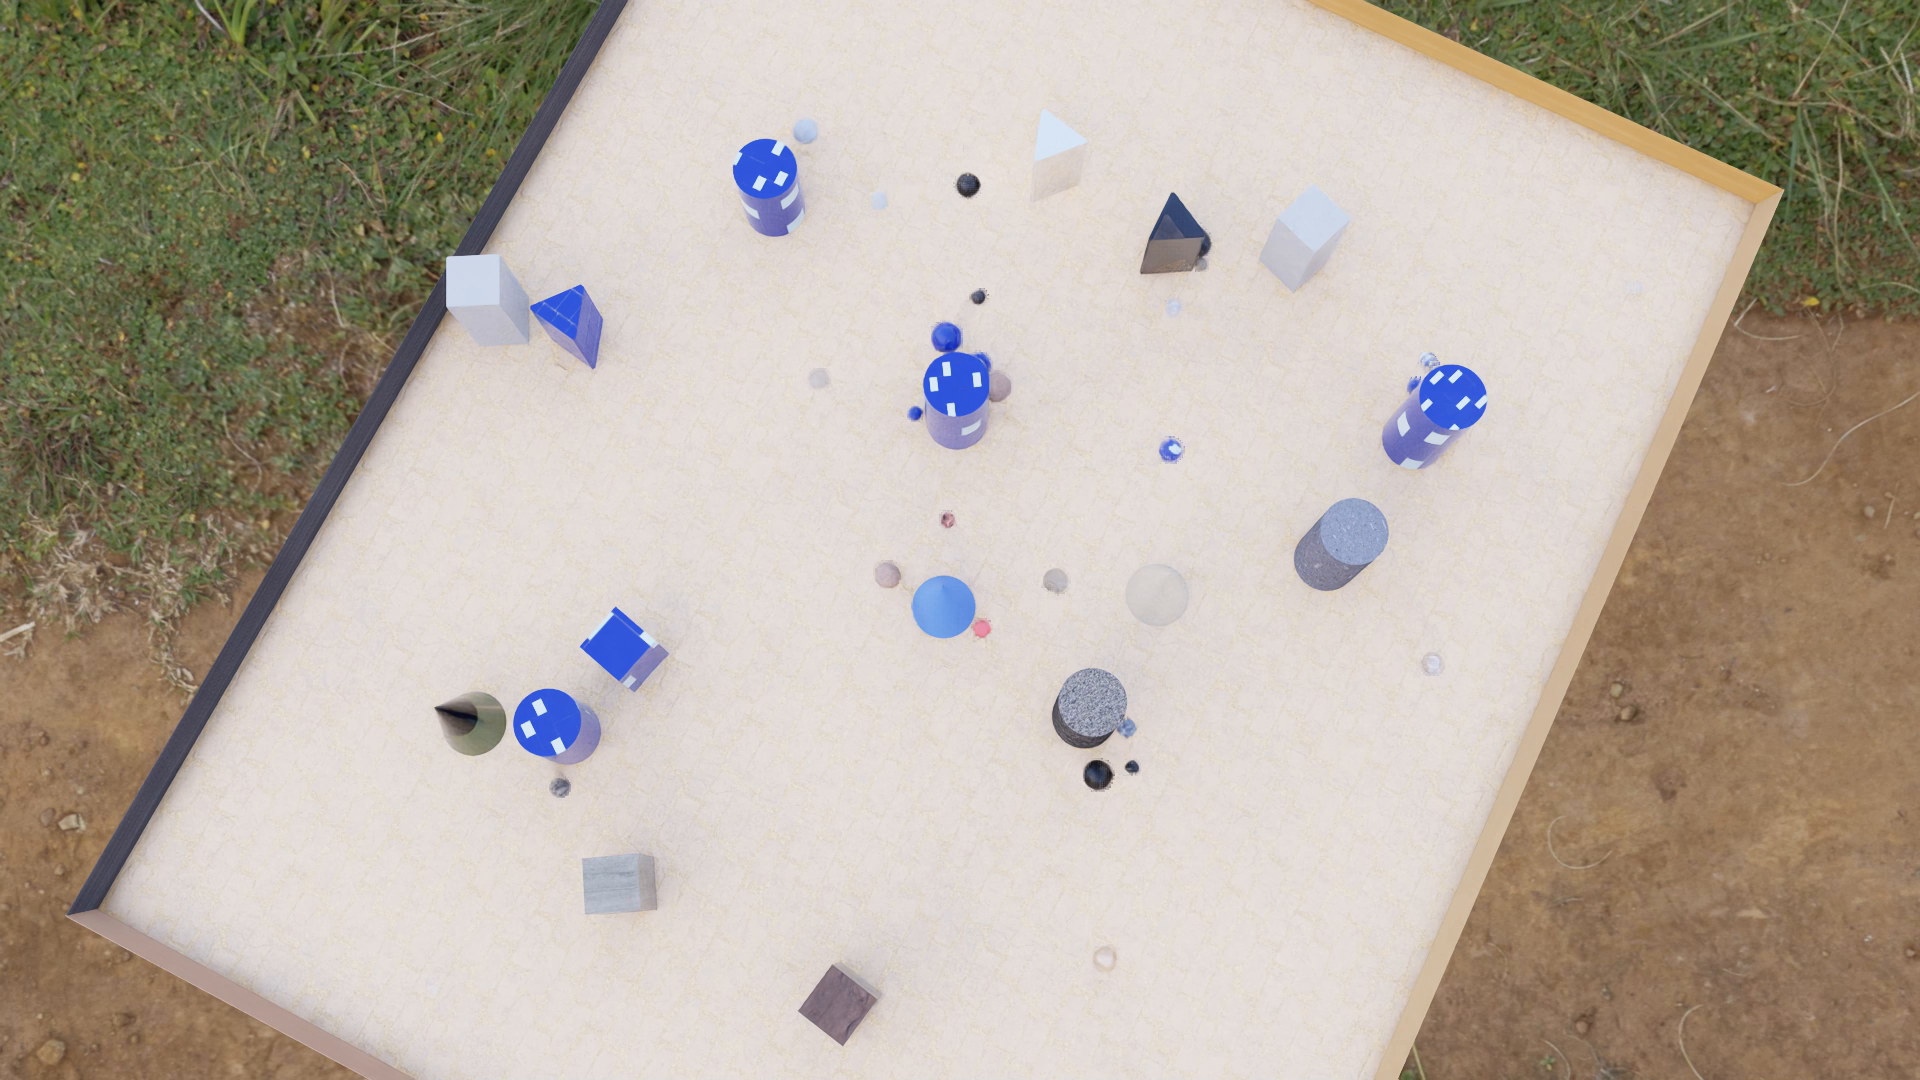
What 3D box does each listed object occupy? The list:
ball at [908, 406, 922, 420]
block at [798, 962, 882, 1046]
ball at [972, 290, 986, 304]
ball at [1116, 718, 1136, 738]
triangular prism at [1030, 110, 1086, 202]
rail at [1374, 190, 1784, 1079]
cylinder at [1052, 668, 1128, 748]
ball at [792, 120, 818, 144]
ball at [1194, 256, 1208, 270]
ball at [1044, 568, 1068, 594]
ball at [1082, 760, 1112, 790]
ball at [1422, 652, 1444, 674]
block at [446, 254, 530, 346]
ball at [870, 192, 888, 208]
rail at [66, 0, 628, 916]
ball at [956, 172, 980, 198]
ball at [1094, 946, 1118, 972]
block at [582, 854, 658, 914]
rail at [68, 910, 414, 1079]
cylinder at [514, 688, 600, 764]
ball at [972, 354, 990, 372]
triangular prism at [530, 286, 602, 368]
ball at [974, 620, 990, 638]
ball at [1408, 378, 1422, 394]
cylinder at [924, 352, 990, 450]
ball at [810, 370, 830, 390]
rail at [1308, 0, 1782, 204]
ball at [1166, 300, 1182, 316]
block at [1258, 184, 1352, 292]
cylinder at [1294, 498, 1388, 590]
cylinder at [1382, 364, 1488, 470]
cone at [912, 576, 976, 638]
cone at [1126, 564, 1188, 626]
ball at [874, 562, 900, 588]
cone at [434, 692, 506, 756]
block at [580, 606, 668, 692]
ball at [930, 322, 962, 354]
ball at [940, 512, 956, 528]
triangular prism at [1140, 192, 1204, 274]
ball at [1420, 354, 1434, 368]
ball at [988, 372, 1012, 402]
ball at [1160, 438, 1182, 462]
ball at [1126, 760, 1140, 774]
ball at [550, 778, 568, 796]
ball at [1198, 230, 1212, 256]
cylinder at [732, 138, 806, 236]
[{"bbox_3d":[-0.138,-0.394,5.676,0.043,0.043,0.043,0,78,0],"label":"ball"},{"bbox_3d":[-0.334,1.303,5.165,0.155,0.356,0.155,36,81,7],"label":"block"},{"bbox_3d":[0.059,-0.761,5.750,0.047,0.047,0.047,0,78,0],"label":"ball"},{"bbox_3d":[0.497,0.561,5.471,0.058,0.058,0.058,0,78,0],"label":"ball"},{"bbox_3d":[0.278,-1.207,5.700,0.168,0.326,0.146,-21,79,-4],"label":"triangular prism"},{"bbox_3d":[1.592,0.786,5.388,0.045,0.126,4.284,26,80,5],"label":"rail"},{"bbox_3d":[0.373,0.493,5.326,0.194,0.369,0.194,0,78,0],"label":"cylinder"},{"bbox_3d":[-0.495,-1.302,5.846,0.079,0.079,0.079,0,78,0],"label":"ball"},{"bbox_3d":[0.758,-0.871,5.775,0.042,0.042,0.042,0,78,0],"label":"ball"},{"bbox_3d":[0.290,0.123,5.552,0.076,0.076,0.076,0,78,0],"label":"ball"},{"bbox_3d":[0.407,0.696,5.427,0.089,0.089,0.089,0,78,0],"label":"ball"},{"bbox_3d":[1.420,0.371,5.507,0.064,0.064,0.064,0,78,0],"label":"ball"},{"bbox_3d":[-1.432,-0.725,5.573,0.155,0.380,0.155,-3,78,-1],"label":"block"},{"bbox_3d":[-0.257,-1.078,5.811,0.056,0.056,0.056,0,78,0],"label":"ball"},{"bbox_3d":[-1.592,-0.773,5.711,0.045,0.126,4.284,26,80,5],"label":"rail"},{"bbox_3d":[0.026,-1.124,5.810,0.077,0.077,0.077,0,78,0],"label":"ball"},{"bbox_3d":[0.423,1.218,5.328,0.073,0.073,0.073,0,78,0],"label":"ball"},{"bbox_3d":[-0.975,0.990,5.264,0.155,0.290,0.155,-5,78,-1],"label":"block"},{"bbox_3d":[-0.947,1.862,5.166,3.607,0.126,0.045,26,80,5],"label":"rail"},{"bbox_3d":[-1.174,0.548,5.353,0.194,0.294,0.194,0,78,0],"label":"cylinder"},{"bbox_3d":[0.058,-0.542,5.689,0.077,0.077,0.077,0,78,0],"label":"ball"},{"bbox_3d":[-1.169,-0.671,5.600,0.168,0.304,0.146,35,80,7],"label":"triangular prism"},{"bbox_3d":[0.066,0.268,5.534,0.053,0.053,0.053,0,78,0],"label":"ball"},{"bbox_3d":[1.417,-0.472,5.684,0.059,0.059,0.059,0,78,0],"label":"ball"},{"bbox_3d":[-0.010,-0.413,5.506,0.194,0.385,0.194,0,78,0],"label":"cylinder"},{"bbox_3d":[-0.436,-0.498,5.688,0.061,0.061,0.061,0,78,0],"label":"ball"},{"bbox_3d":[0.947,-1.849,5.934,3.607,0.126,0.045,26,80,5],"label":"rail"},{"bbox_3d":[0.671,-0.728,5.741,0.051,0.051,0.051,0,78,0],"label":"ball"},{"bbox_3d":[1.054,-0.921,5.625,0.155,0.357,0.155,-43,81,-8],"label":"block"},{"bbox_3d":[1.118,0.018,5.397,0.194,0.422,0.194,0,78,0],"label":"cylinder"},{"bbox_3d":[1.405,-0.360,5.451,0.194,0.470,0.194,0,78,0],"label":"cylinder"},{"bbox_3d":[-0.050,0.167,5.396,0.194,0.364,0.194,0,78,0],"label":"cone"},{"bbox_3d":[0.601,0.132,5.411,0.194,0.349,0.194,0,78,0],"label":"cone"},{"bbox_3d":[-0.220,0.108,5.553,0.080,0.080,0.080,0,78,0],"label":"ball"},{"bbox_3d":[-1.459,0.507,5.291,0.194,0.431,0.194,0,78,0],"label":"cone"},{"bbox_3d":[-0.989,0.326,5.415,0.155,0.263,0.155,40,81,8],"label":"block"},{"bbox_3d":[-0.042,-0.628,5.697,0.097,0.097,0.097,0,78,0],"label":"ball"},{"bbox_3d":[-0.037,-0.061,5.606,0.045,0.045,0.045,0,78,0],"label":"ball"},{"bbox_3d":[0.647,-0.949,5.662,0.168,0.296,0.146,-4,78,-1],"label":"triangular prism"},{"bbox_3d":[1.455,-0.559,5.709,0.045,0.045,0.045,0,78,0],"label":"ball"},{"bbox_3d":[0.113,-0.467,5.604,0.090,0.090,0.090,0,78,0],"label":"ball"},{"bbox_3d":[0.649,-0.276,5.637,0.071,0.071,0.071,0,78,0],"label":"ball"},{"bbox_3d":[0.513,0.676,5.455,0.042,0.042,0.042,0,78,0],"label":"ball"},{"bbox_3d":[-1.190,0.734,5.436,0.056,0.056,0.056,0,78,0],"label":"ball"},{"bbox_3d":[0.749,-0.934,5.766,0.085,0.085,0.085,0,78,0],"label":"ball"},{"bbox_3d":[-0.589,-1.089,5.682,0.194,0.314,0.194,0,78,0],"label":"cylinder"}]
